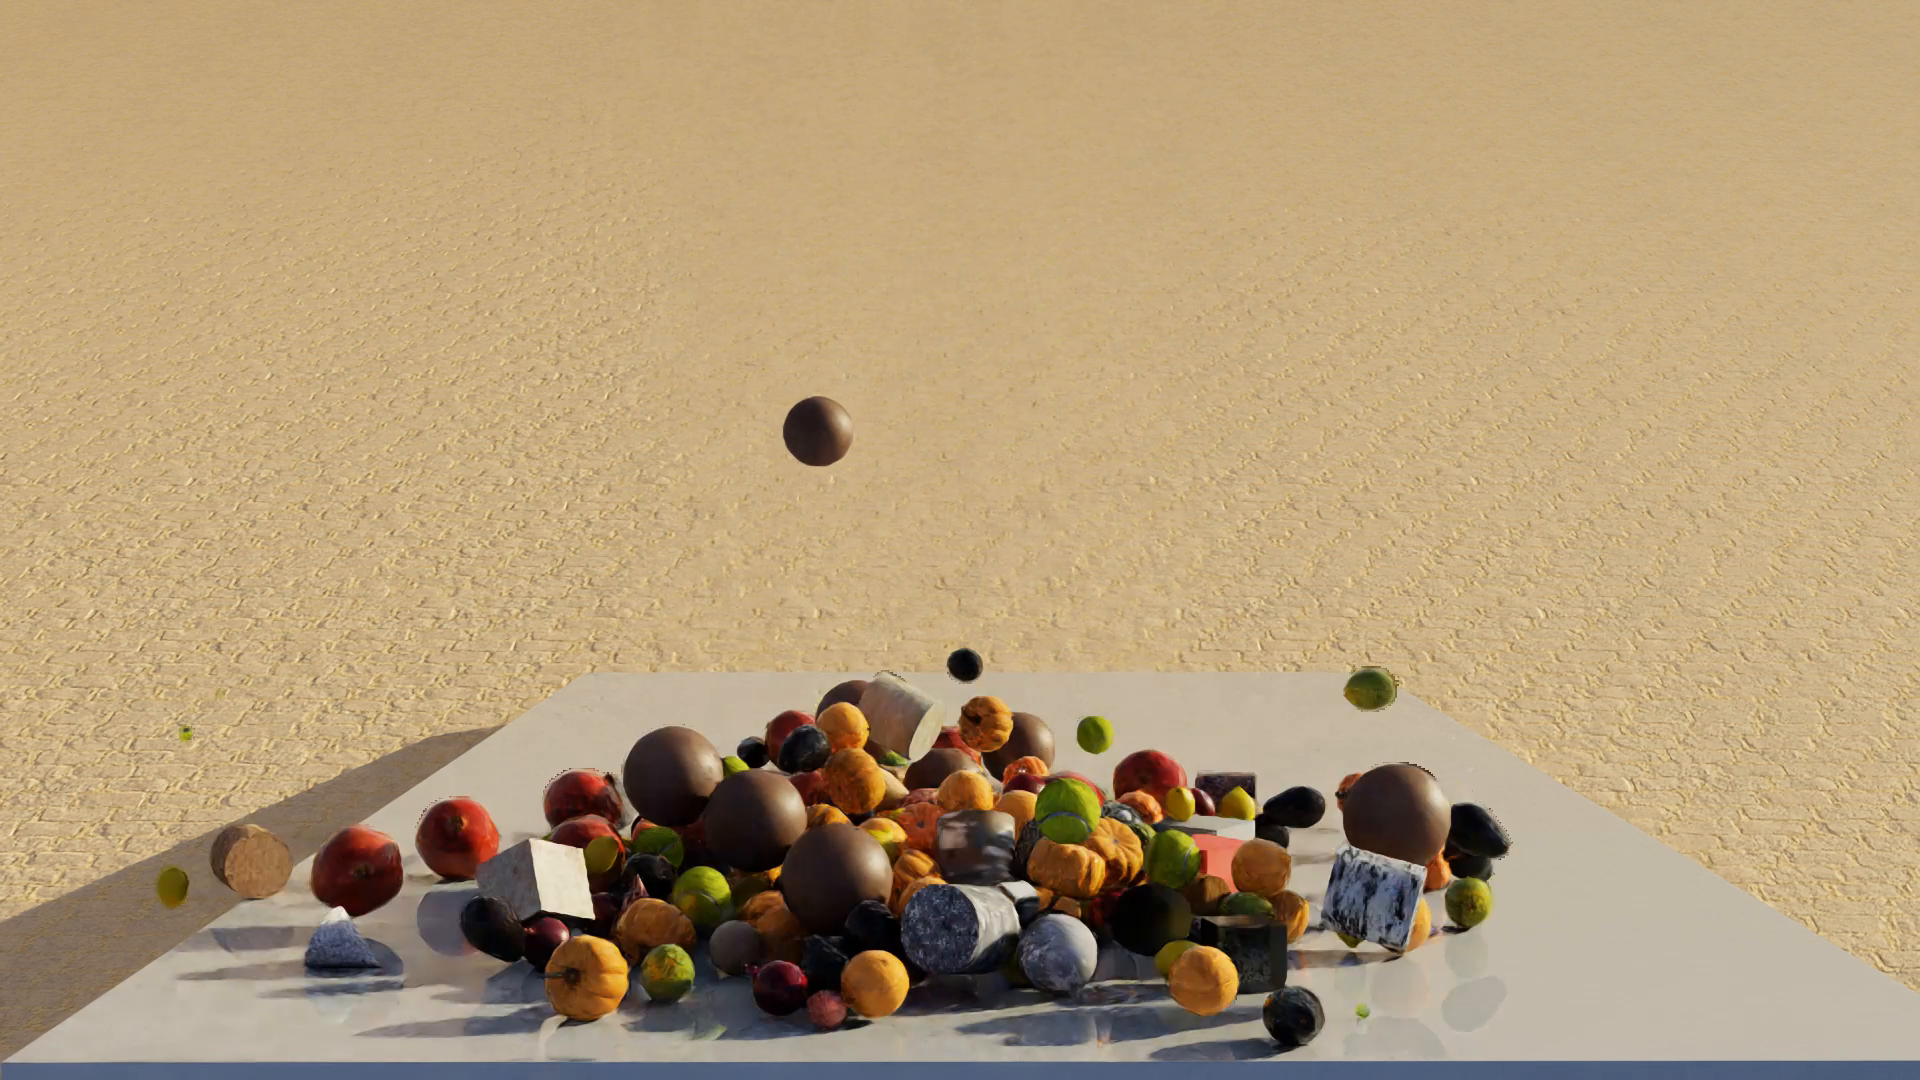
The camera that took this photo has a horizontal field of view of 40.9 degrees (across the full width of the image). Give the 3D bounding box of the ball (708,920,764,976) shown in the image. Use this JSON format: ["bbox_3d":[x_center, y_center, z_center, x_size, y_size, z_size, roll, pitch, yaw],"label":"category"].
[{"bbox_3d":[-0.256,0.465,2.935,0.062,0.062,0.062,0,23,0],"label":"ball"}]

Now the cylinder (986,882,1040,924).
[{"bbox_3d":[0.057,0.428,3.034,0.051,0.051,0.051,21,9,40],"label":"cylinder"}]

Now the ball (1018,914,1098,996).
[{"bbox_3d":[0.107,0.455,2.826,0.089,0.089,0.089,0,23,0],"label":"ball"}]

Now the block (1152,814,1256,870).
[{"bbox_3d":[0.324,0.424,3.420,0.100,0.100,0.100,2,3,36],"label":"block"}]

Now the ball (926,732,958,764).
[{"bbox_3d":[-0.034,0.385,4.760,0.060,0.060,0.060,0,23,0],"label":"ball"}]

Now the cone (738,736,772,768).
[{"bbox_3d":[-0.370,0.375,4.654,0.061,0.061,0.061,3,67,-7],"label":"cone"}]

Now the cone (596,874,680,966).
[{"bbox_3d":[-0.380,0.442,3.032,0.099,0.099,0.099,0,3,0],"label":"cone"}]

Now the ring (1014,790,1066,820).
[{"bbox_3d":[0.116,0.393,3.702,0.079,0.026,0.079,12,41,-11],"label":"ring"}]

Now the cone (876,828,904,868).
[{"bbox_3d":[-0.111,0.450,3.533,0.077,0.077,0.077,-3,27,-6],"label":"cone"}]

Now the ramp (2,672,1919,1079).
[{"bbox_3d":[0.052,0.475,4.536,2.000,0.100,4.000,0,3,0],"label":"ramp"}]

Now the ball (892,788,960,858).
[{"bbox_3d":[-0.045,0.385,3.502,0.095,0.095,0.095,0,23,0],"label":"ball"}]

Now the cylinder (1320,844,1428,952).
[{"bbox_3d":[0.451,0.390,2.804,0.094,0.094,0.094,15,26,14],"label":"cylinder"}]

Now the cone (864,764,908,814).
[{"bbox_3d":[-0.089,0.367,3.675,0.075,0.075,0.075,20,23,-2],"label":"cone"}]

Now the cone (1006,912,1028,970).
[{"bbox_3d":[0.070,0.479,2.963,0.072,0.072,0.072,-21,57,-40],"label":"cone"}]

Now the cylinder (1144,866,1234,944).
[{"bbox_3d":[0.273,0.445,3.133,0.084,0.084,0.084,-19,14,-38],"label":"cylinder"}]

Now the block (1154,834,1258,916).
[{"bbox_3d":[0.314,0.433,3.295,0.094,0.094,0.094,-2,3,-41],"label":"block"}]

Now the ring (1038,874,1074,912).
[{"bbox_3d":[0.106,0.456,3.345,0.083,0.028,0.083,-2,21,1],"label":"ring"}]

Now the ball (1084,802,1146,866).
[{"bbox_3d":[0.221,0.419,3.662,0.090,0.090,0.090,0,23,0],"label":"ball"}]

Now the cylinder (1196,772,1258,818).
[{"bbox_3d":[0.411,0.404,3.972,0.090,0.090,0.090,0,22,10],"label":"cylinder"}]

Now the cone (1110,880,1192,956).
[{"bbox_3d":[0.216,0.413,2.961,0.094,0.094,0.094,0,22,-1],"label":"cone"}]

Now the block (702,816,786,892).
[{"bbox_3d":[-0.291,0.423,3.473,0.065,0.065,0.065,54,29,15],"label":"block"}]

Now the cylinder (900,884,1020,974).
[{"bbox_3d":[0.001,0.428,2.833,0.097,0.097,0.097,14,-1,30],"label":"cylinder"}]

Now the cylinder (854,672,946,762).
[{"bbox_3d":[-0.084,0.248,3.591,0.093,0.093,0.093,26,31,21],"label":"cylinder"}]

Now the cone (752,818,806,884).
[{"bbox_3d":[-0.246,0.447,3.565,0.096,0.096,0.096,33,-1,-39],"label":"cone"}]

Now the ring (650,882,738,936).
[{"bbox_3d":[-0.332,0.457,3.190,0.114,0.038,0.114,12,12,-3],"label":"ring"}]

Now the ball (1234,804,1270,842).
[{"bbox_3d":[0.438,0.426,3.871,0.056,0.056,0.056,0,23,0],"label":"ball"}]

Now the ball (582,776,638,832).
[{"bbox_3d":[-0.539,0.407,3.966,0.087,0.087,0.087,0,23,0],"label":"ball"}]

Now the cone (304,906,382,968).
[{"bbox_3d":[-0.704,0.477,2.982,0.078,0.078,0.078,27,28,7],"label":"cone"}]

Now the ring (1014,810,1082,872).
[{"bbox_3d":[0.097,0.396,3.288,0.131,0.044,0.131,-24,24,12],"label":"ring"}]

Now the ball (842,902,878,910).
[{"bbox_3d":[-0.126,0.434,3.318,0.084,0.084,0.084,0,23,0],"label":"ball"}]

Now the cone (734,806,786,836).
[{"bbox_3d":[-0.289,0.438,3.721,0.080,0.080,0.080,-2,24,-5],"label":"cone"}]

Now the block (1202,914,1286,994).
[{"bbox_3d":[0.316,0.462,2.874,0.073,0.073,0.073,-1,3,-15],"label":"block"}]

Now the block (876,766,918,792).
[{"bbox_3d":[-0.107,0.409,4.319,0.051,0.051,0.051,2,3,42],"label":"block"}]

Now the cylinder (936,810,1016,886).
[{"bbox_3d":[0.020,0.385,3.113,0.095,0.095,0.095,-1,-21,0],"label":"cylinder"}]

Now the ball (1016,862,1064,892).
[{"bbox_3d":[0.095,0.399,3.139,0.062,0.062,0.062,0,23,0],"label":"ball"}]

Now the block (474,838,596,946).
[{"bbox_3d":[-0.505,0.419,3.058,0.091,0.091,0.091,-28,-28,27],"label":"block"}]

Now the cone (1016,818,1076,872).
[{"bbox_3d":[0.113,0.375,3.102,0.065,0.065,0.065,18,14,-27],"label":"cone"}]
